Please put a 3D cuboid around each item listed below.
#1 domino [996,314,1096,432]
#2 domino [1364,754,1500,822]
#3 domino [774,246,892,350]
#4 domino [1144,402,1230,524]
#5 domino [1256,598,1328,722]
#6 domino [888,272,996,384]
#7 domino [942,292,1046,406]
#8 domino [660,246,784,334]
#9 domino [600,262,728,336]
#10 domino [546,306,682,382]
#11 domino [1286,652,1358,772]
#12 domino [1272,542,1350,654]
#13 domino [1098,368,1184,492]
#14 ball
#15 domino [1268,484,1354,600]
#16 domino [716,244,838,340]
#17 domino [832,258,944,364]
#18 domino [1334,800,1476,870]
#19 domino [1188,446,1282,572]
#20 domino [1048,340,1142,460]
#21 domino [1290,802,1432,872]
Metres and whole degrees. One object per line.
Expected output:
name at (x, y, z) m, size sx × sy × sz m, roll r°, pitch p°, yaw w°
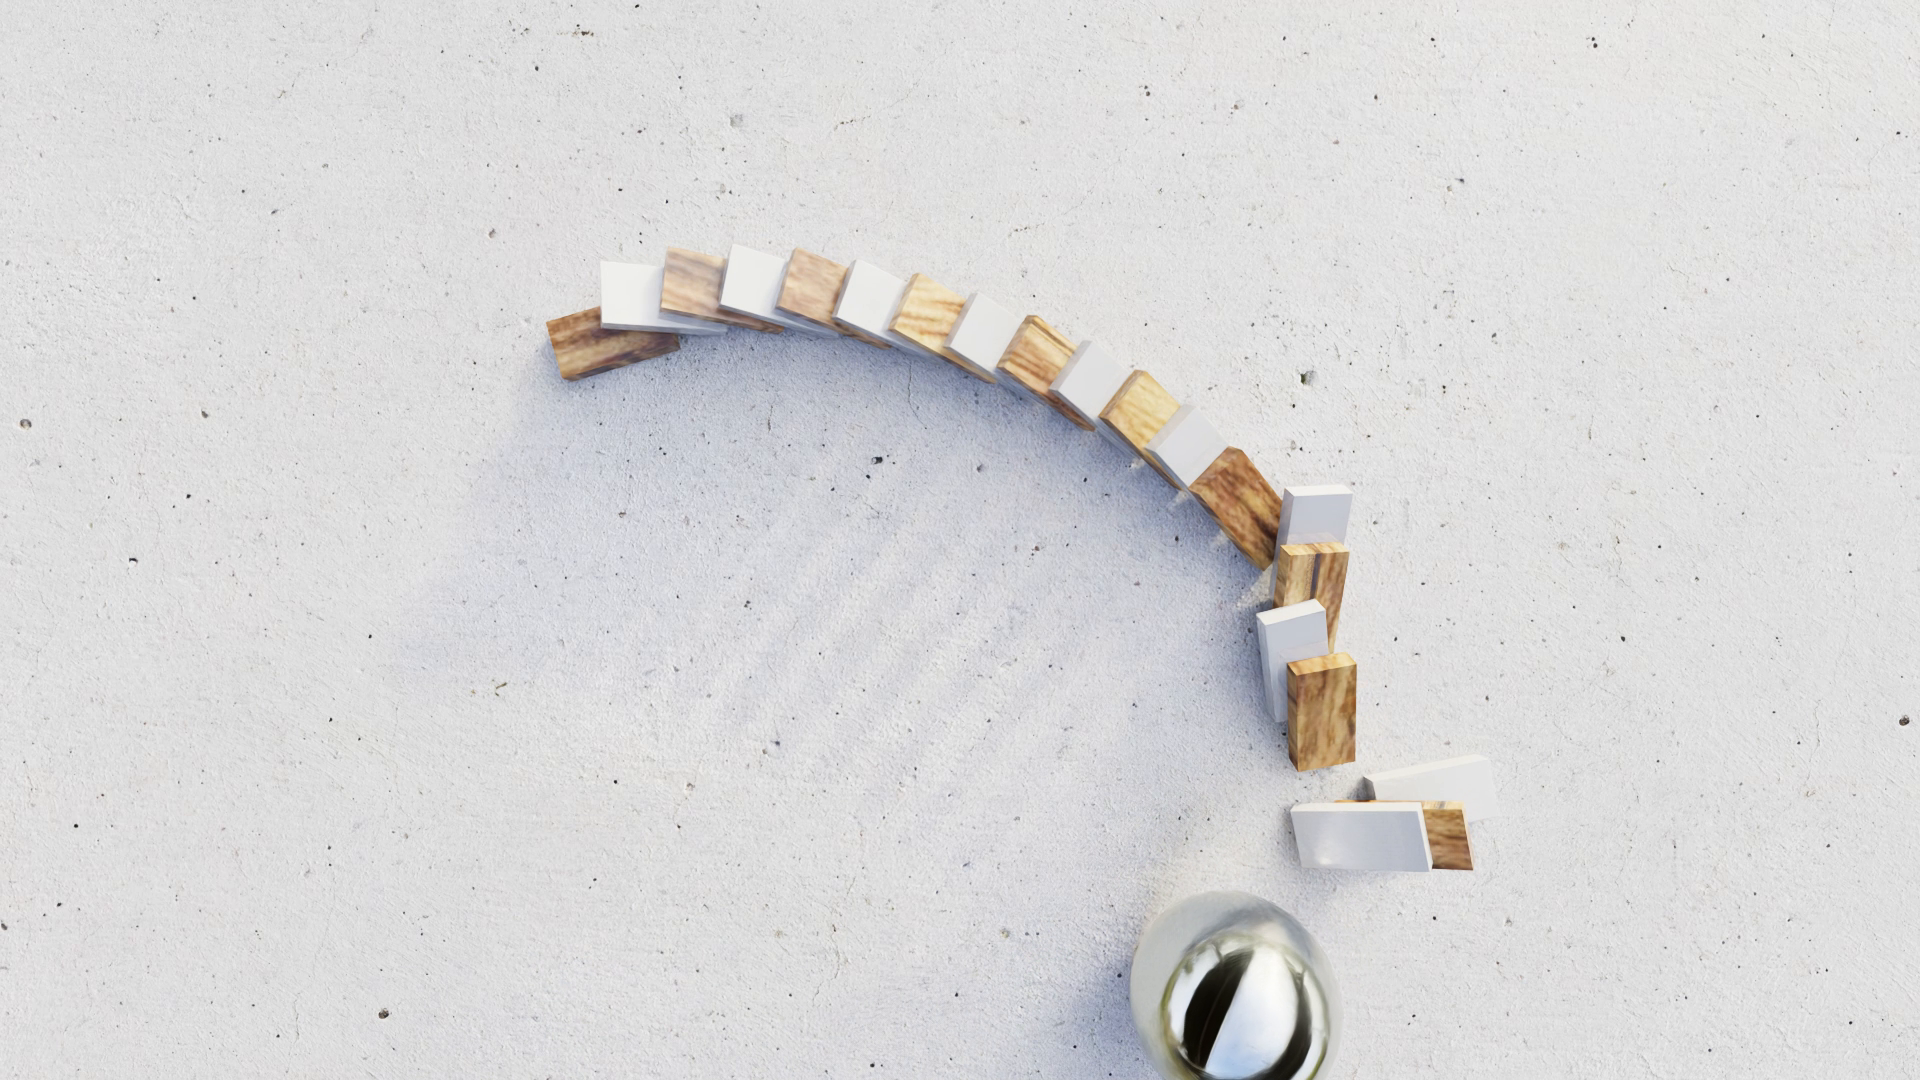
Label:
domino at (0.042, -0.070, 0.386) m, size 0.050 × 0.009 × 0.025 m, roll 31°, pitch 90°, yaw -24°
domino at (0.203, 0.110, 0.395) m, size 0.050 × 0.010 × 0.025 m, roll -11°, pitch 90°, yaw 0°
domino at (-0.050, -0.101, 0.386) m, size 0.050 × 0.010 × 0.025 m, roll 17°, pitch 90°, yaw -24°
domino at (0.103, -0.031, 0.385) m, size 0.050 × 0.010 × 0.025 m, roll 42°, pitch 90°, yaw -24°
domino at (0.141, 0.051, 0.385) m, size 0.025 × 0.010 × 0.050 m, roll -15°, pitch 115°, yaw 1°
domino at (-0.002, -0.088, 0.386) m, size 0.050 × 0.010 × 0.025 m, roll 24°, pitch 90°, yaw -24°
domino at (0.020, -0.080, 0.386) m, size 0.050 × 0.010 × 0.025 m, roll 28°, pitch 90°, yaw -24°
domino at (-0.099, -0.104, 0.386) m, size 0.050 × 0.009 × 0.025 m, roll 6°, pitch 90°, yaw -24°
domino at (-0.124, -0.101, 0.385) m, size 0.050 × 0.010 × 0.025 m, roll -2°, pitch 89°, yaw -24°
domino at (-0.149, -0.088, 0.395) m, size 0.050 × 0.010 × 0.025 m, roll -17°, pitch 90°, yaw 0°
domino at (0.152, 0.073, 0.385) m, size 0.025 × 0.009 × 0.050 m, roll -11°, pitch 115°, yaw 0°
domino at (0.146, 0.026, 0.384) m, size 0.025 × 0.010 × 0.050 m, roll -4°, pitch 115°, yaw -4°
domino at (0.084, -0.046, 0.386) m, size 0.050 × 0.009 × 0.025 m, roll 38°, pitch 90°, yaw -24°
ball at (0.107, 0.180, 0.360) m, size 0.080 × 0.080 × 0.080 m, roll 0°, pitch 90°, yaw 0°
domino at (0.147, 0.002, 0.384) m, size 0.025 × 0.009 × 0.050 m, roll -3°, pitch 115°, yaw -5°
domino at (-0.074, -0.104, 0.386) m, size 0.050 × 0.009 × 0.025 m, roll 11°, pitch 90°, yaw -24°
domino at (-0.026, -0.095, 0.386) m, size 0.050 × 0.010 × 0.025 m, roll 20°, pitch 90°, yaw -24°
domino at (0.184, 0.123, 0.382) m, size 0.050 × 0.009 × 0.025 m, roll -10°, pitch 90°, yaw 34°
domino at (0.121, -0.013, 0.386) m, size 0.025 × 0.009 × 0.050 m, roll -45°, pitch 113°, yaw 0°
domino at (0.064, -0.059, 0.386) m, size 0.050 × 0.010 × 0.025 m, roll 35°, pitch 90°, yaw -24°
domino at (0.167, 0.124, 0.382) m, size 0.050 × 0.010 × 0.025 m, roll -11°, pitch 90°, yaw 34°
